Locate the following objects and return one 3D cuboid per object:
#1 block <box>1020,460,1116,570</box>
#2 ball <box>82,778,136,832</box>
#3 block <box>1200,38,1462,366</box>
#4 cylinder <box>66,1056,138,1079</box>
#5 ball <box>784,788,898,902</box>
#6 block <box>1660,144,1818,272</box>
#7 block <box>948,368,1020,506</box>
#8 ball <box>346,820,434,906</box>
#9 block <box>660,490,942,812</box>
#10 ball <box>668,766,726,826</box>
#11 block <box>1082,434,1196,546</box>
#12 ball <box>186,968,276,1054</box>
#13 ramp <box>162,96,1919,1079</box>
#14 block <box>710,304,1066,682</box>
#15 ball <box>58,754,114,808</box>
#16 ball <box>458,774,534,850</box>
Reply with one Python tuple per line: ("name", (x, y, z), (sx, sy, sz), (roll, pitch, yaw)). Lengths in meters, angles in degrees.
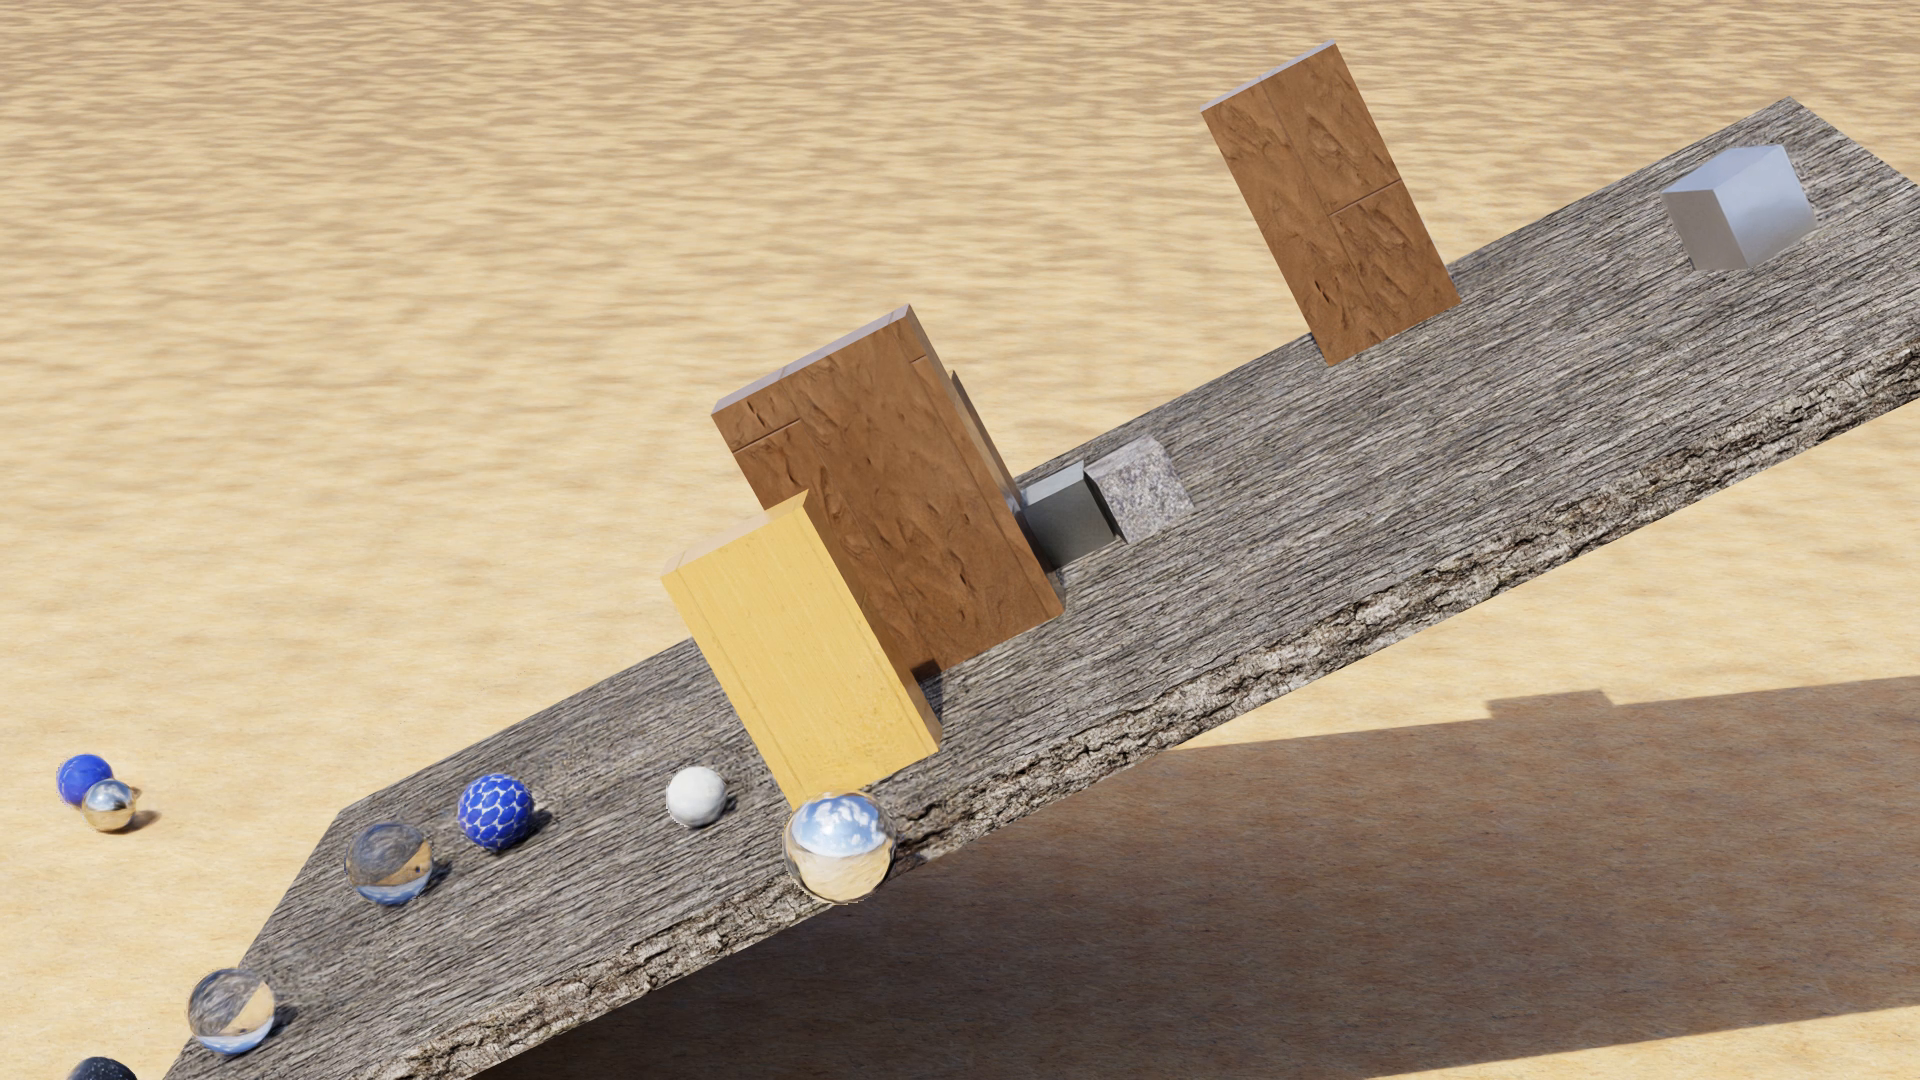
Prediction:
("block", (0.234, -0.054, 6.357), (0.153, 0.153, 0.153), (-26, 14, 10))
("ball", (-2.217, 0.691, 7.666), (0.137, 0.137, 0.137), (0, 17, 0))
("block", (0.837, -0.757, 6.636), (0.332, 0.656, 0.081), (-26, 14, 10))
("cylinder", (-1.753, 1.149, 5.928), (0.155, 0.155, 0.155), (2, 21, 6))
("ball", (-0.213, 0.543, 5.238), (0.202, 0.202, 0.202), (0, 17, 0))
("block", (1.557, -0.662, 5.880), (0.182, 0.182, 0.182), (-32, 14, -15))
("block", (-0.018, -0.098, 6.349), (0.248, 0.468, 0.118), (-26, 14, 10))
("ball", (-1.254, 0.710, 6.467), (0.187, 0.187, 0.187), (0, 17, 0))
("block", (-0.299, 0.218, 5.609), (0.308, 0.543, 0.118), (-26, 14, 10))
("ball", (-0.527, 0.513, 5.891), (0.119, 0.119, 0.119), (0, 17, 0))
("block", (0.380, -0.107, 6.252), (0.159, 0.159, 0.159), (-29, 14, -2))
("ball", (-1.498, 0.968, 6.046), (0.177, 0.177, 0.177), (0, 17, 0))
("ramp", (0.140, 0.167, 6.281), (4.000, 0.100, 2.000), (-26, 14, 10))
("block", (-0.140, -0.070, 6.012), (0.445, 0.694, 0.119), (-26, 14, 10))
("ball", (-2.322, 0.641, 7.813), (0.147, 0.147, 0.147), (0, 17, 0))
("ball", (-1.017, 0.596, 6.455), (0.167, 0.167, 0.167), (0, 17, 0))
